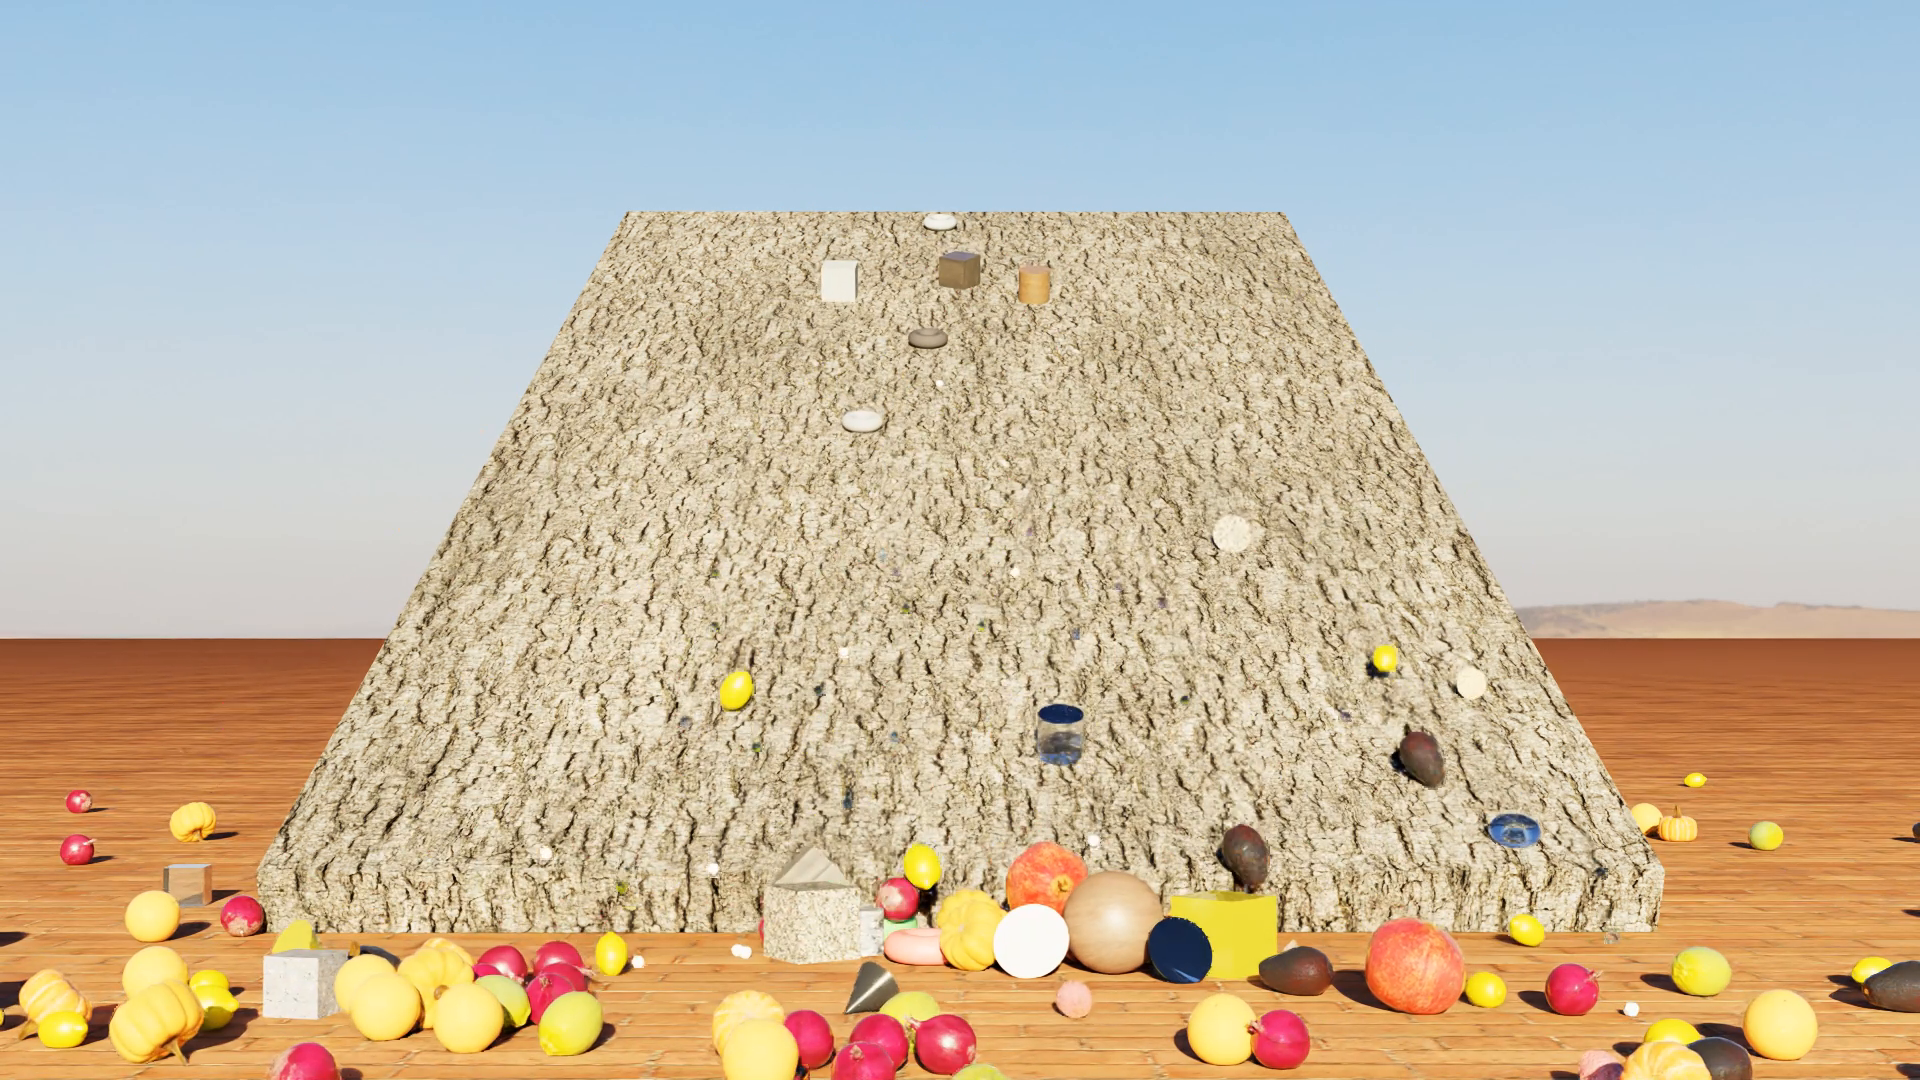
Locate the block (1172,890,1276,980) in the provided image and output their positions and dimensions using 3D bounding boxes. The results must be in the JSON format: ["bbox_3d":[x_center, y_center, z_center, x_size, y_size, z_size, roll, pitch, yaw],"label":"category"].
[{"bbox_3d":[0.336,0.500,2.911,0.096,0.096,0.096,-2,-3,42],"label":"block"}]

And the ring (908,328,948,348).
[{"bbox_3d":[-0.079,-0.498,5.655,0.100,0.033,0.100,1,21,0],"label":"ring"}]

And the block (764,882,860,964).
[{"bbox_3d":[-0.197,0.506,3.037,0.094,0.094,0.094,1,-3,-33],"label":"block"}]

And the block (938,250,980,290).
[{"bbox_3d":[-0.001,-0.726,6.166,0.081,0.081,0.081,14,26,32],"label":"block"}]

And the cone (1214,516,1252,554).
[{"bbox_3d":[0.521,-0.008,4.417,0.073,0.073,0.073,0,-5,0],"label":"cone"}]

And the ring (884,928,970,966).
[{"bbox_3d":[-0.043,0.533,3.004,0.114,0.038,0.114,1,-2,0],"label":"ring"}]

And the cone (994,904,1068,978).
[{"bbox_3d":[0.101,0.527,2.915,0.097,0.097,0.097,-1,-29,16],"label":"cone"}]

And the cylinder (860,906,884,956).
[{"bbox_3d":[-0.131,0.525,3.075,0.059,0.059,0.059,0,-2,0],"label":"cylinder"}]

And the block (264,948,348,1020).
[{"bbox_3d":[-0.740,0.502,2.591,0.067,0.067,0.067,-1,-2,14],"label":"block"}]

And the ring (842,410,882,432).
[{"bbox_3d":[-0.216,-0.262,5.059,0.092,0.031,0.092,1,21,0],"label":"ring"}]

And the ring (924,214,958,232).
[{"bbox_3d":[-0.058,-0.938,6.766,0.100,0.033,0.100,1,23,0],"label":"ring"}]

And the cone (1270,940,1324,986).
[{"bbox_3d":[0.420,0.530,2.797,0.060,0.060,0.060,28,10,24],"label":"cone"}]

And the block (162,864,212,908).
[{"bbox_3d":[-1.221,0.546,3.620,0.061,0.061,0.061,0,-2,-6],"label":"block"}]

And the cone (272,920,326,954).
[{"bbox_3d":[-0.805,0.528,2.862,0.080,0.080,0.080,-2,-30,44],"label":"cone"}]

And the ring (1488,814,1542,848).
[{"bbox_3d":[0.809,0.423,3.338,0.076,0.025,0.076,-1,23,0],"label":"ring"}]

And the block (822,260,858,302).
[{"bbox_3d":[-0.317,-0.684,6.048,0.088,0.088,0.088,1,22,3],"label":"block"}]

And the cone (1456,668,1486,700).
[{"bbox_3d":[0.838,0.240,3.805,0.052,0.052,0.052,1,-6,-13],"label":"cone"}]

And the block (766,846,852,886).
[{"bbox_3d":[-0.209,0.485,3.187,0.084,0.084,0.084,-44,2,-14],"label":"block"}]

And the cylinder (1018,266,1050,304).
[{"bbox_3d":[0.196,-0.671,6.024,0.083,0.083,0.083,0,22,0],"label":"cylinder"}]

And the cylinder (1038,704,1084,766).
[{"bbox_3d":[0.157,0.304,3.573,0.072,0.072,0.072,0,22,0],"label":"cylinder"}]

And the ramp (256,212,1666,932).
[{"bbox_3d":[-0.006,-0.218,5.128,2.000,0.100,4.000,0,22,0],"label":"ramp"}]

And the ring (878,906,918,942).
[{"bbox_3d":[-0.127,0.536,3.175,0.136,0.045,0.136,-1,-2,0],"label":"ring"}]
